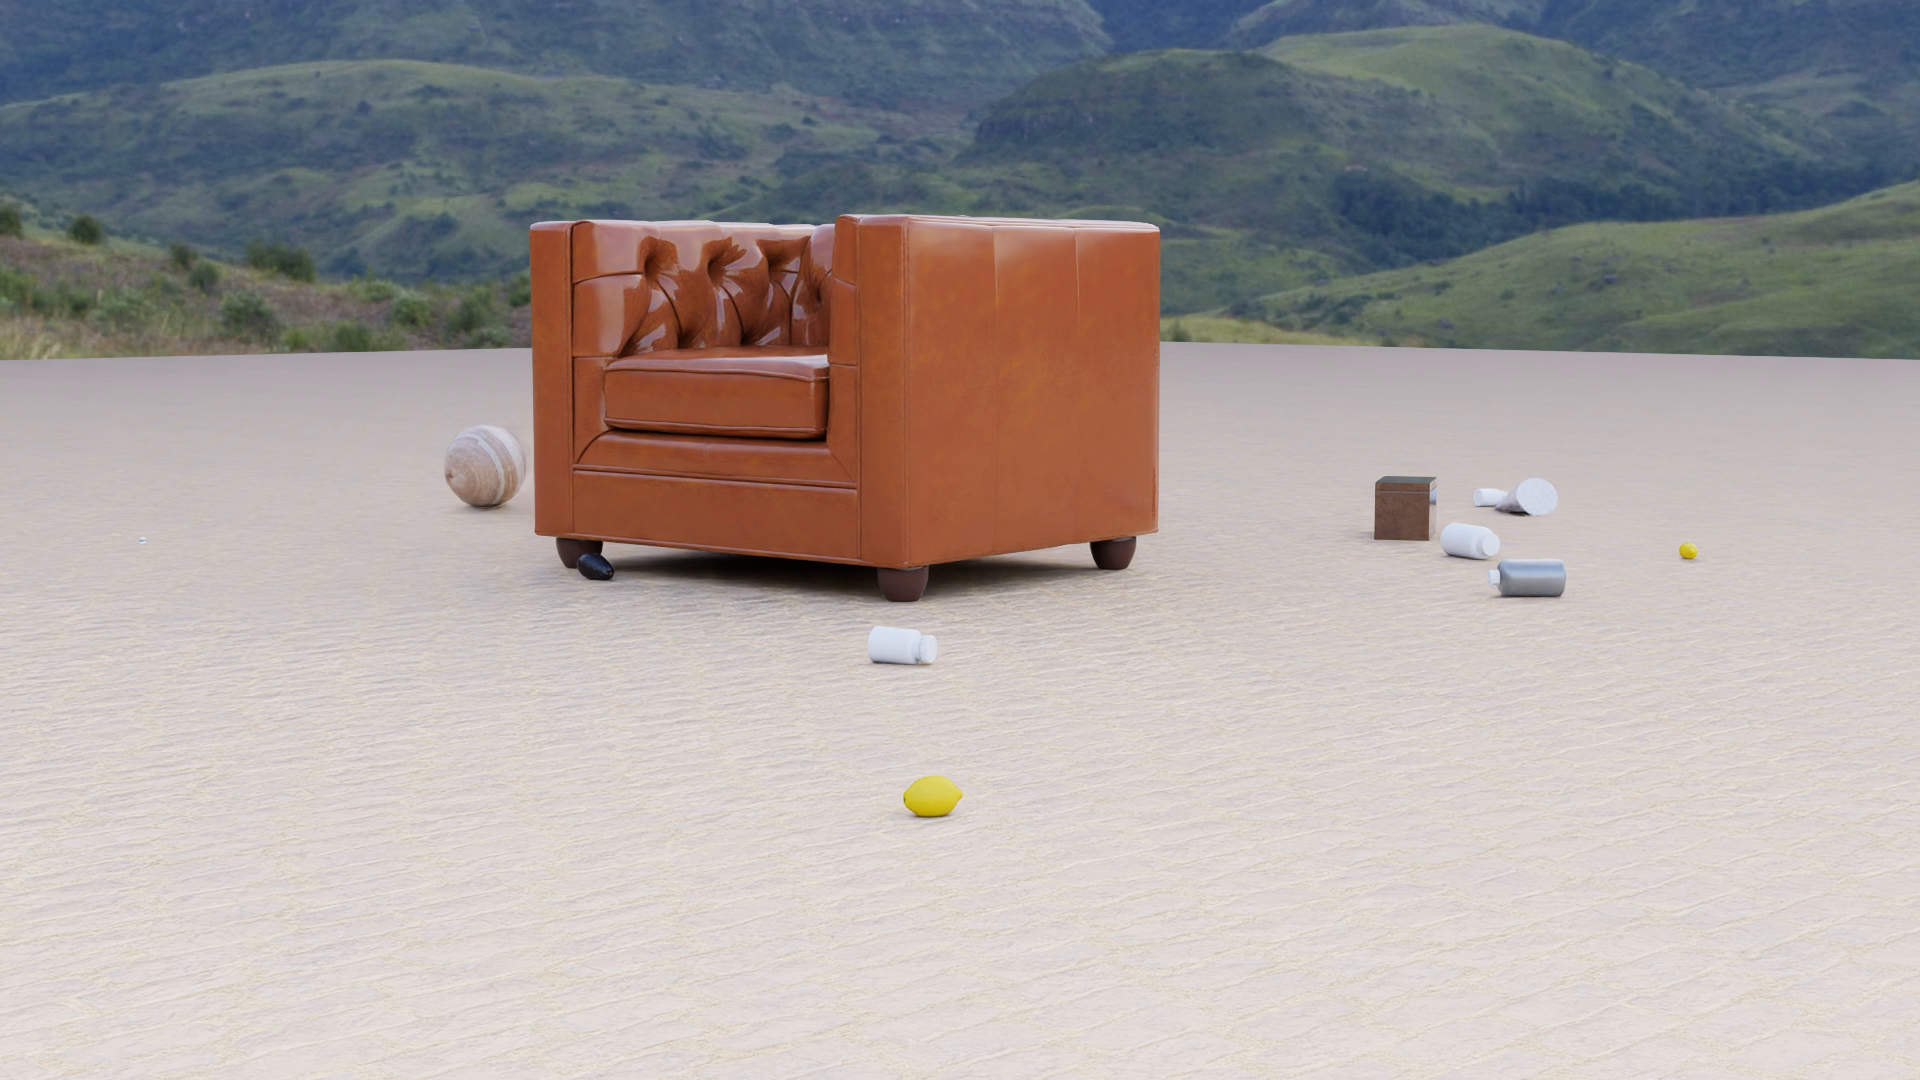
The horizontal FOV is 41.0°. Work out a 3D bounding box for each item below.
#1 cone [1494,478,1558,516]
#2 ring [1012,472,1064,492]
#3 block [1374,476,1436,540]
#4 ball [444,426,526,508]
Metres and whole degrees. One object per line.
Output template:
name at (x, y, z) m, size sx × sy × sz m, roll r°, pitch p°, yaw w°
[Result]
cone at (1.548, -0.102, 7.157) m, size 0.140 × 0.104 × 0.201 m, roll 3°, pitch -10°, yaw -25°
ring at (0.241, -0.178, 7.898) m, size 0.161 × 0.050 × 0.283 m, roll -2°, pitch 7°, yaw -6°
block at (1.131, -0.081, 6.503) m, size 0.135 × 0.143 × 0.218 m, roll 2°, pitch 6°, yaw 15°
ball at (-1.352, -0.209, 7.300) m, size 0.234 × 0.234 × 0.234 m, roll 0°, pitch 6°, yaw 0°
